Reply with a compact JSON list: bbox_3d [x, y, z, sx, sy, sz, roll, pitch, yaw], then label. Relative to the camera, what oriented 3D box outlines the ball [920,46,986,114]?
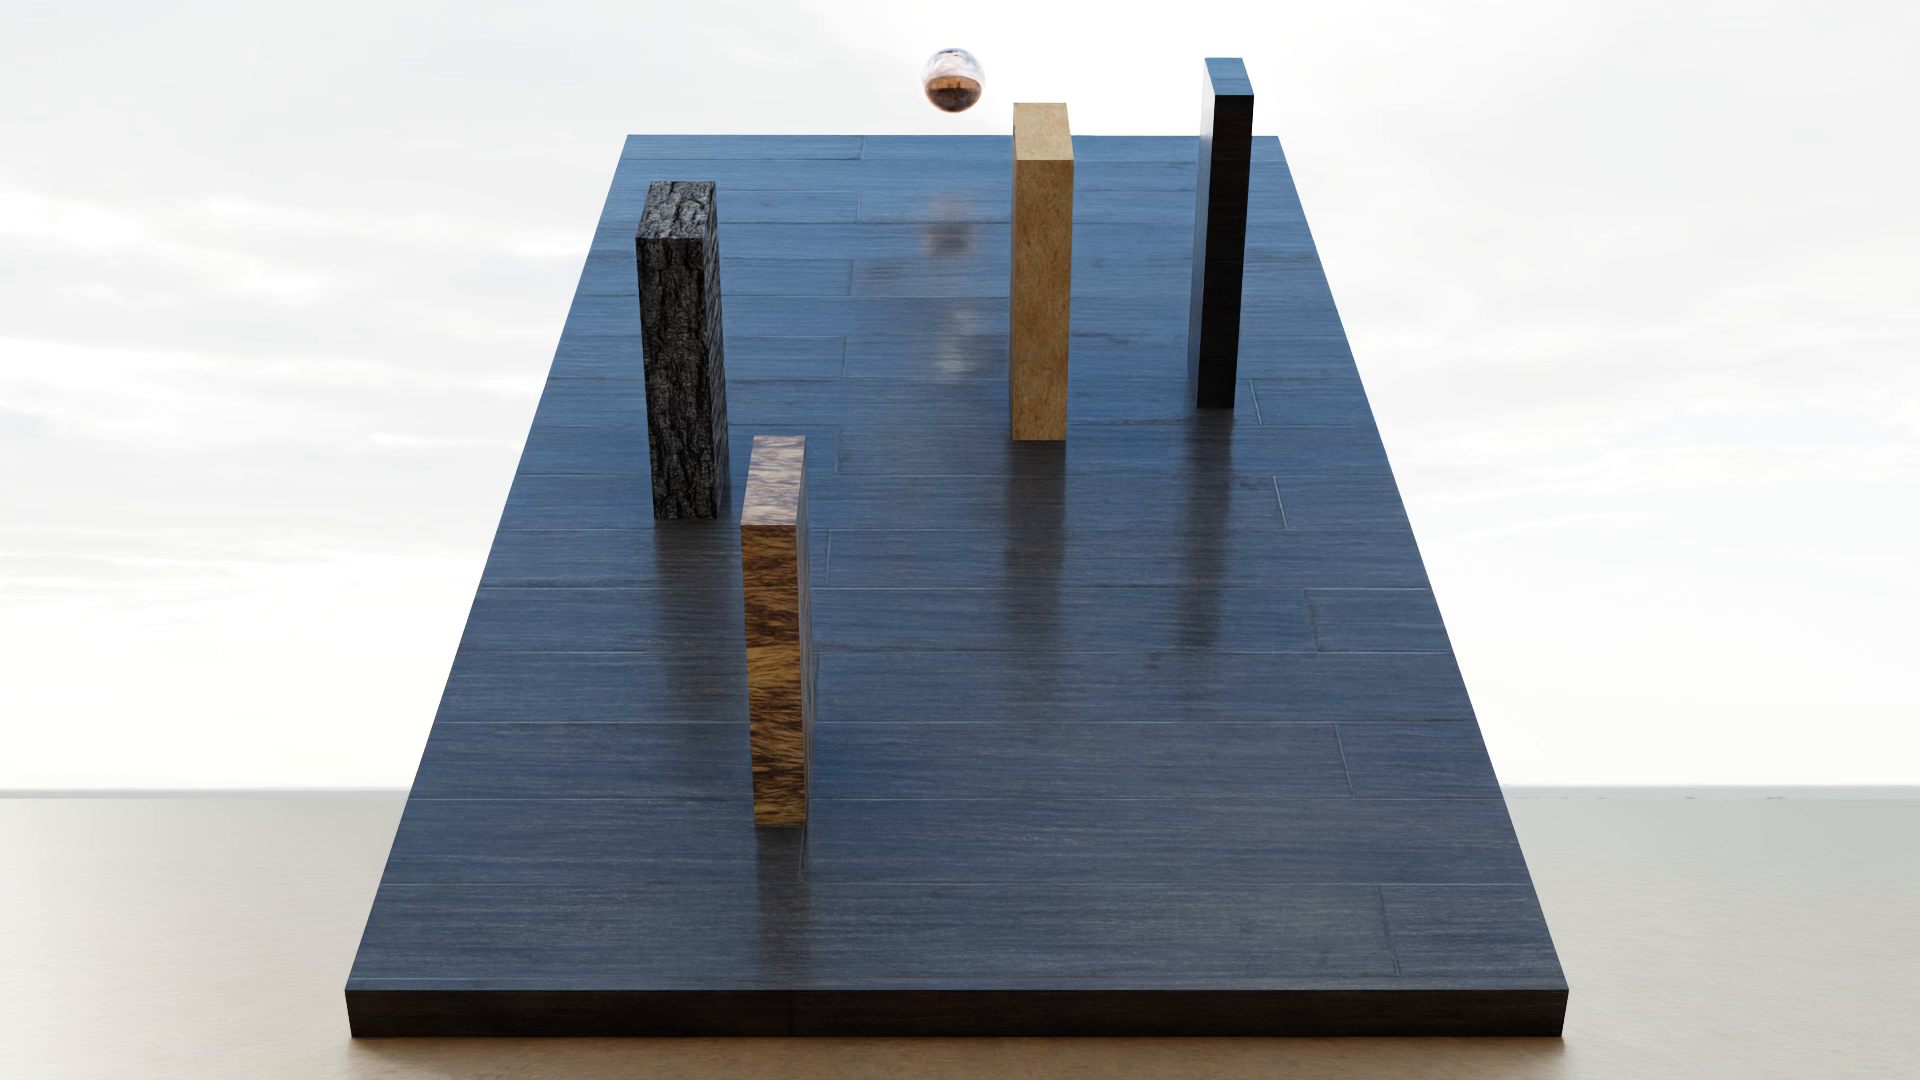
[{"bbox_3d":[-0.020,-1.366,7.171,0.197,0.197,0.197,0,-6,0],"label":"ball"}]

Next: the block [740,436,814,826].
[{"bbox_3d":[-0.322,0.163,4.314,0.091,0.618,0.325,0,30,0],"label":"block"}]

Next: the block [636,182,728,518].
[{"bbox_3d":[-0.603,-0.415,5.279,0.139,0.663,0.320,0,30,0],"label":"block"}]

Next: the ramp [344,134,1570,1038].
[{"bbox_3d":[-0.013,-0.212,5.698,2.000,0.100,4.000,0,30,0],"label":"ramp"}]

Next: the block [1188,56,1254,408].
[{"bbox_3d":[0.613,-0.722,5.705,0.090,0.783,0.264,0,30,0],"label":"block"}]

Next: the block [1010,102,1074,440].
[{"bbox_3d":[0.186,-0.627,5.628,0.125,0.692,0.375,0,30,0],"label":"block"}]
